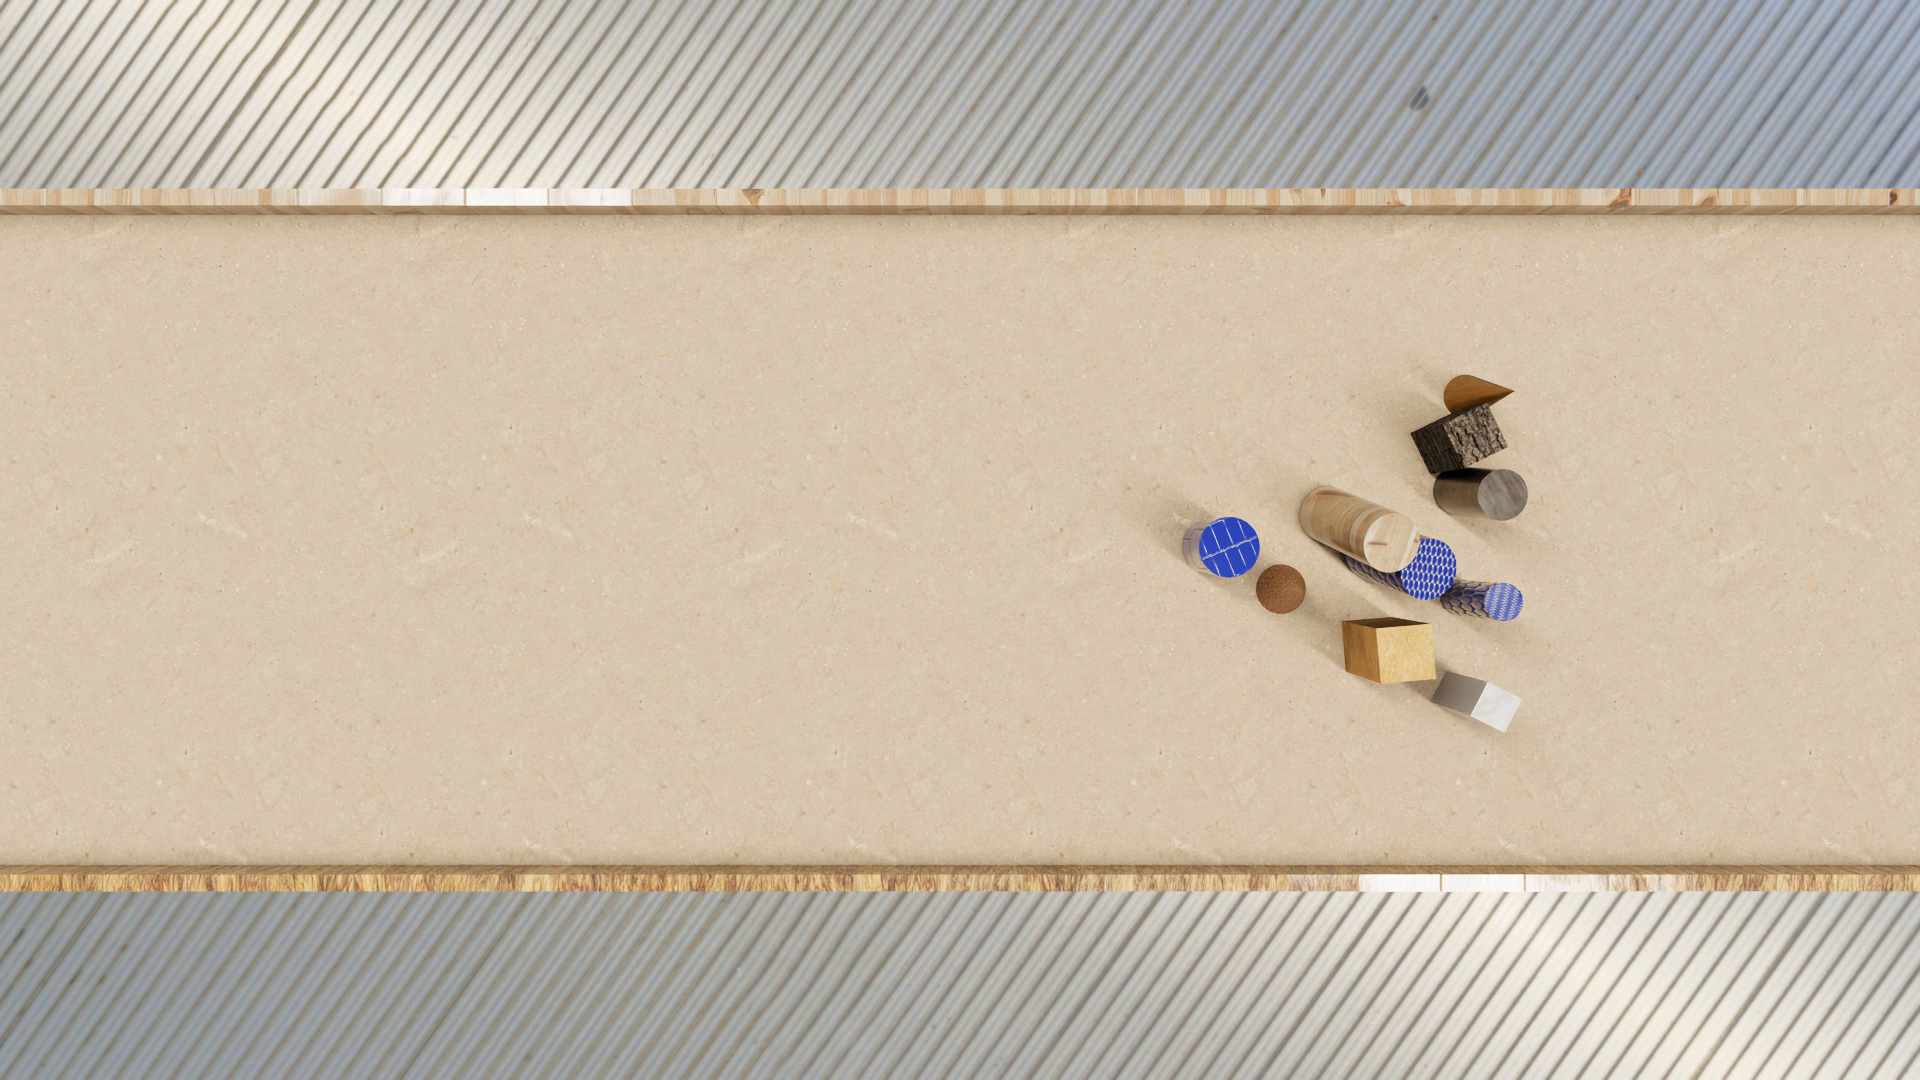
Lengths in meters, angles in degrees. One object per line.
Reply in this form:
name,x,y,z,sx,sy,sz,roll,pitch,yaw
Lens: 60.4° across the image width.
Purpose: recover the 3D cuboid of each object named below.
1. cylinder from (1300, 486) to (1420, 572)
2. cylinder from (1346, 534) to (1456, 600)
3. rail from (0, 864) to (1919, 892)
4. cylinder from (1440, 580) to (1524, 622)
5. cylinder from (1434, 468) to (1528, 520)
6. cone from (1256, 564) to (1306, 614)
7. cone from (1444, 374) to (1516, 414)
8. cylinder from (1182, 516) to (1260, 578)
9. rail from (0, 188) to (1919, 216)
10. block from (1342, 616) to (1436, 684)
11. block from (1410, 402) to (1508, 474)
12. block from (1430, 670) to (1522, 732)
cylinder,1.165,-0.037,4.842,0.171,0.439,0.171,-3,103,-12
cylinder,1.303,0.058,4.891,0.179,0.333,0.179,-3,100,-14
rail,-2.247,1.025,5.001,12.000,0.150,0.050,0,90,0
cylinder,1.531,0.175,4.858,0.108,0.436,0.108,0,90,0
cylinder,1.538,-0.140,4.890,0.148,0.362,0.148,0,94,-4
cone,0.988,0.151,4.919,0.153,0.315,0.153,0,90,0
cone,1.555,-0.430,4.846,0.134,0.454,0.134,0,93,0
cylinder,0.769,0.020,4.892,0.174,0.369,0.174,0,90,0
rail,-2.247,-1.025,5.002,12.000,0.150,0.050,0,90,0
block,1.258,0.321,4.864,0.156,0.424,0.156,-5,90,0
block,1.478,-0.298,4.900,0.140,0.351,0.140,-26,89,0
block,1.520,0.474,4.875,0.108,0.403,0.108,27,90,0
